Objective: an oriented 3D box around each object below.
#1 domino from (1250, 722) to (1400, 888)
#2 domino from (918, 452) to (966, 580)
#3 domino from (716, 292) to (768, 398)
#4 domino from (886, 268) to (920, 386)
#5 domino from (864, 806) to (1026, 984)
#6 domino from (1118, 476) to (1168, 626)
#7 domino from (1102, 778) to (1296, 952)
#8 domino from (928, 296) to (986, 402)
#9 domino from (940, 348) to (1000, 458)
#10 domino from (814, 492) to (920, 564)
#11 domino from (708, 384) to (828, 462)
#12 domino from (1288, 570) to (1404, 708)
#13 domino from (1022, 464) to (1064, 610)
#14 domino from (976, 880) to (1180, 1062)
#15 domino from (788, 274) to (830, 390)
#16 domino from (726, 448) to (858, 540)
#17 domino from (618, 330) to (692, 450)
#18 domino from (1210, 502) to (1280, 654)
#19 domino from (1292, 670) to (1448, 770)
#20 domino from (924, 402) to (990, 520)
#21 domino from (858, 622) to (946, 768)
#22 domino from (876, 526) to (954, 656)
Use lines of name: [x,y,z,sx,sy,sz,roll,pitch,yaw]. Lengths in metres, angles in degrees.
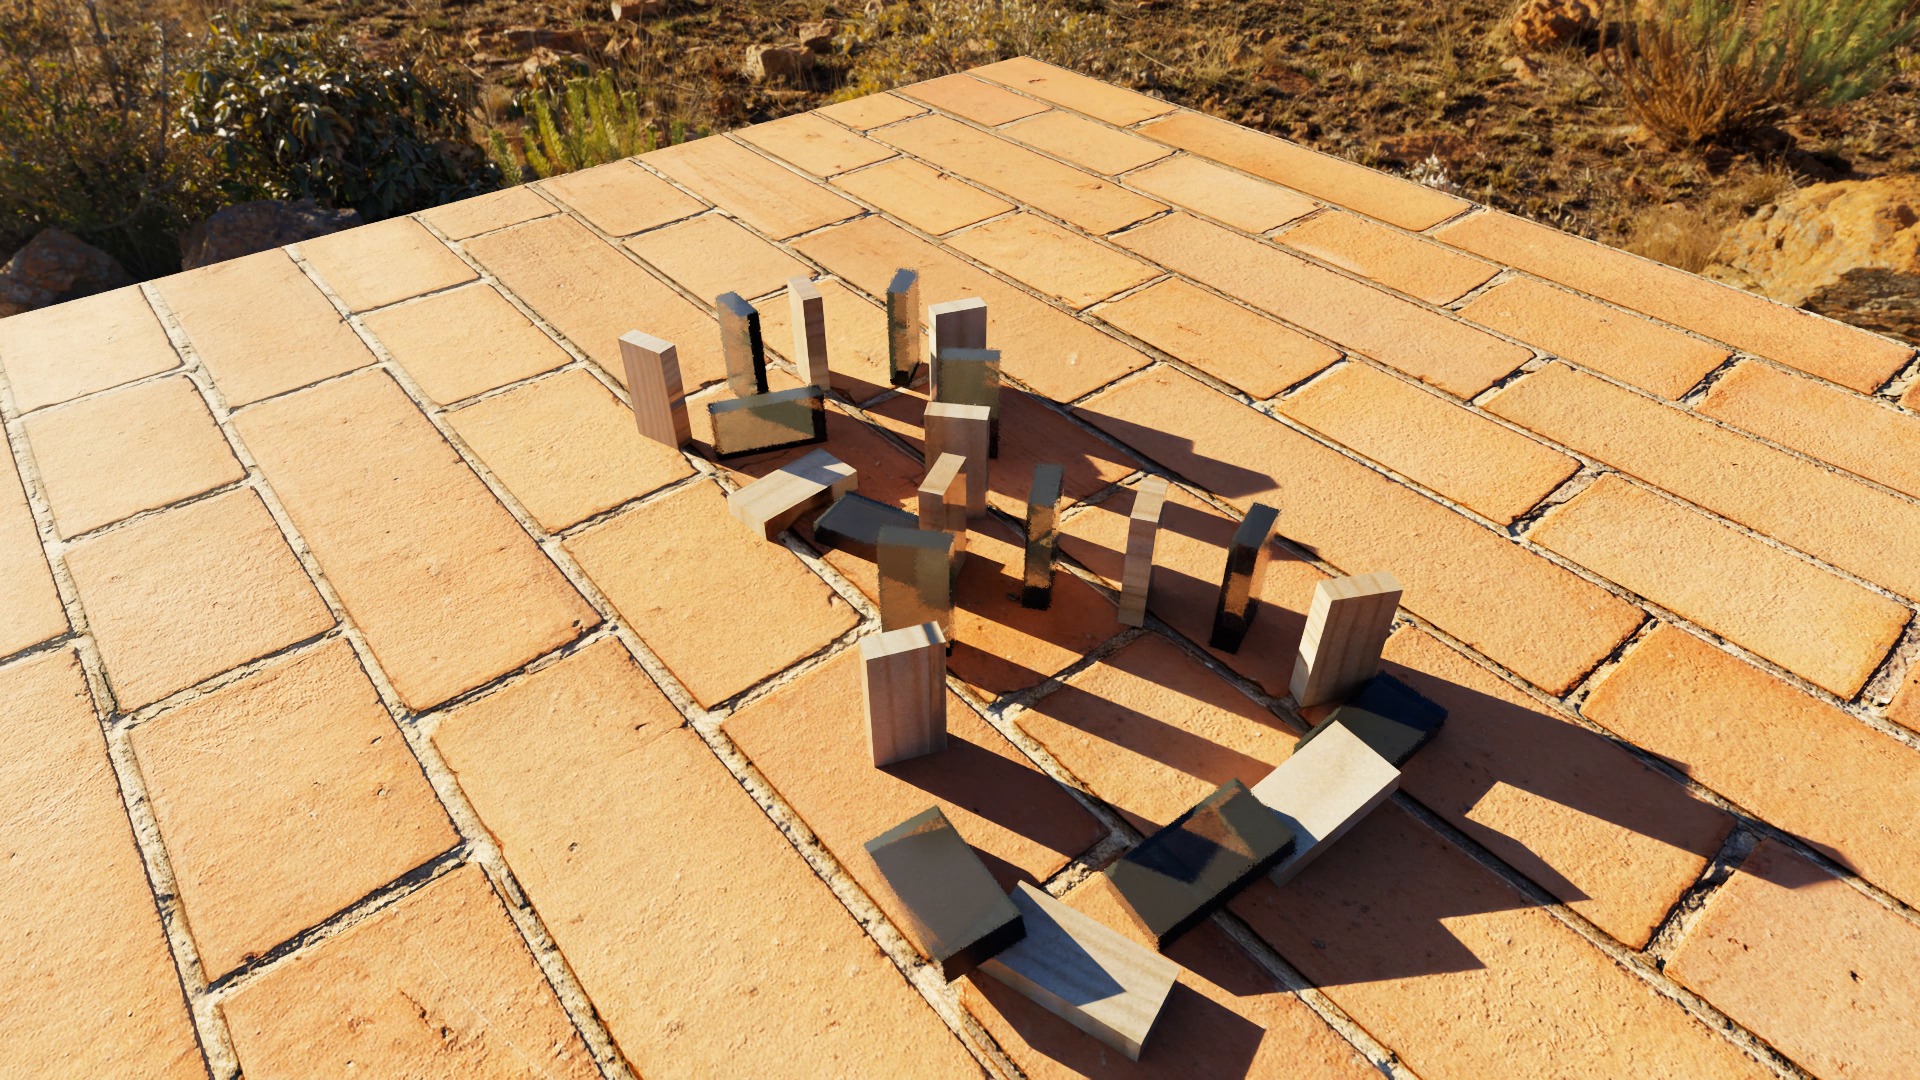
domino: [0.107,0.080,0.336,0.050,0.009,0.025,-33,48,-16]
domino: [-0.006,-0.005,0.418,0.009,0.050,0.025,13,41,15]
domino: [-0.102,-0.089,0.520,0.009,0.050,0.025,-24,45,-27]
domino: [-0.027,-0.104,0.538,0.009,0.050,0.025,7,40,9]
domino: [-0.005,0.099,0.313,0.025,0.010,0.050,-24,34,-19]
domino: [0.067,0.005,0.406,0.009,0.050,0.025,11,41,13]
domino: [0.070,0.094,0.320,0.050,0.010,0.025,-31,47,-14]
domino: [-0.001,-0.088,0.519,0.025,0.050,0.009,-13,41,-16]
domino: [0.005,-0.060,0.484,0.025,0.050,0.010,2,39,3]
domino: [-0.031,-0.002,0.446,0.050,0.010,0.025,19,43,22]
domino: [-0.086,-0.053,0.496,0.050,0.025,0.009,-12,41,-14]
domino: [0.129,0.034,0.370,0.025,0.050,0.010,-8,40,-9]
domino: [0.031,-0.001,0.412,0.009,0.050,0.025,7,40,9]
domino: [0.032,0.117,0.301,0.050,0.010,0.025,22,44,25]
domino: [-0.073,-0.100,0.533,0.010,0.050,0.025,-15,42,-18]
domino: [-0.071,-0.020,0.468,0.025,0.009,0.050,32,49,33]
domino: [-0.136,-0.067,0.493,0.025,0.050,0.010,22,44,25]
domino: [0.102,0.014,0.394,0.009,0.050,0.025,20,43,22]
domino: [0.136,0.065,0.364,0.050,0.010,0.025,-29,47,-30]
domino: [-0.001,-0.032,0.450,0.025,0.050,0.009,6,40,7]
domino: [-0.018,0.050,0.351,0.025,0.050,0.010,-12,41,-14]
domino: [-0.015,0.019,0.389,0.025,0.050,0.009,7,40,8]
